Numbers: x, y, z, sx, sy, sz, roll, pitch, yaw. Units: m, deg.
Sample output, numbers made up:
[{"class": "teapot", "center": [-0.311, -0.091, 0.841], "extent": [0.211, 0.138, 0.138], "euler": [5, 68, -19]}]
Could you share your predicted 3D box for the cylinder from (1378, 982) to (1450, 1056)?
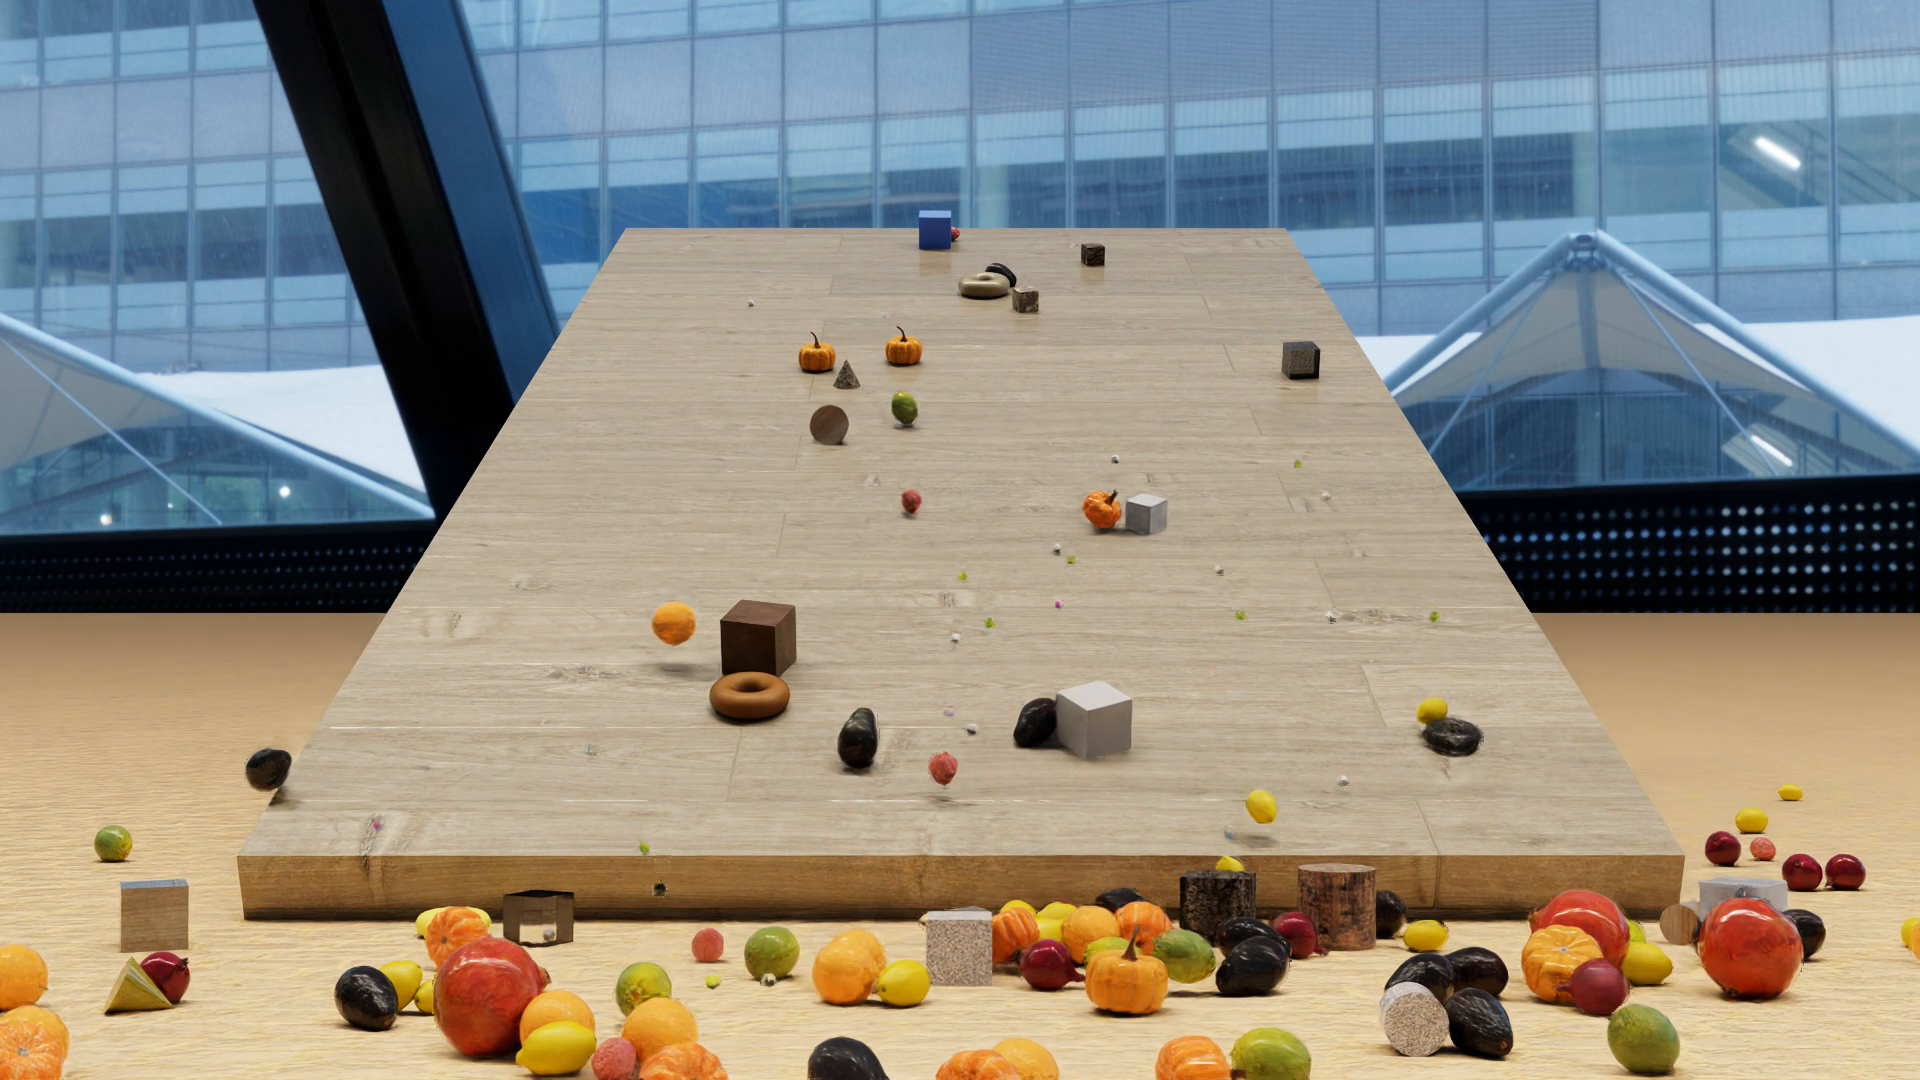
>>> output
[{"class": "cylinder", "center": [0.445, 0.471, 2.232], "extent": [0.062, 0.062, 0.062], "euler": [0, -2, 4]}]

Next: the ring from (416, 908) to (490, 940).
[{"class": "ring", "center": [-0.672, 0.509, 3.010], "extent": [0.098, 0.033, 0.098], "euler": [0, 0, 0]}]

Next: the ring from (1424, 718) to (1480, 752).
[{"class": "ring", "center": [0.753, 0.298, 3.469], "extent": [0.086, 0.029, 0.086], "euler": [1, 19, 0]}]

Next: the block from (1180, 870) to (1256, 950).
[{"class": "block", "center": [0.335, 0.478, 2.944], "extent": [0.089, 0.089, 0.089], "euler": [0, -2, 13]}]

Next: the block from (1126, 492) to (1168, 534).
[{"class": "block", "center": [0.359, -0.050, 4.371], "extent": [0.058, 0.058, 0.058], "euler": [15, 25, 36]}]

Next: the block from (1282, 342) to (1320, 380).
[{"class": "block", "center": [0.807, -0.425, 5.372], "extent": [0.071, 0.071, 0.071], "euler": [-3, 20, -7]}]

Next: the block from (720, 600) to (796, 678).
[{"class": "block", "center": [-0.331, 0.164, 3.732], "extent": [0.095, 0.095, 0.095], "euler": [6, 21, 15]}]

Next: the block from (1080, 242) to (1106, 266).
[{"class": "block", "center": [0.377, -0.811, 6.444], "extent": [0.053, 0.053, 0.053], "euler": [-6, 21, -15]}]

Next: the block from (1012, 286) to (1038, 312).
[{"class": "block", "center": [0.172, -0.631, 5.952], "extent": [0.054, 0.054, 0.054], "euler": [-6, 21, -16]}]

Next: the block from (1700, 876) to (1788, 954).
[{"class": "block", "center": [1.007, 0.481, 2.918], "extent": [0.083, 0.083, 0.083], "euler": [-1, -2, 40]}]

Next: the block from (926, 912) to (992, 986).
[{"class": "block", "center": [-0.001, 0.476, 2.647], "extent": [0.076, 0.076, 0.076], "euler": [0, -2, 0]}]

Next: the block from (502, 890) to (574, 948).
[{"class": "block", "center": [-0.547, 0.491, 2.944], "extent": [0.064, 0.064, 0.064], "euler": [-1, -2, 29]}]

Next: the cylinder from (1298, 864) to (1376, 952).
[{"class": "cylinder", "center": [0.485, 0.472, 2.923], "extent": [0.100, 0.100, 0.100], "euler": [0, -2, 0]}]

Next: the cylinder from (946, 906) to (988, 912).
[{"class": "cylinder", "center": [0.008, 0.483, 2.764], "extent": [0.059, 0.059, 0.059], "euler": [-5, 6, 1]}]

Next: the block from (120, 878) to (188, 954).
[{"class": "block", "center": [-1.034, 0.481, 2.912], "extent": [0.081, 0.081, 0.081], "euler": [1, -2, -22]}]

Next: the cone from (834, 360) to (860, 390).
[{"class": "cone", "center": [-0.264, -0.391, 5.281], "extent": [0.065, 0.065, 0.065], "euler": [0, 20, 0]}]

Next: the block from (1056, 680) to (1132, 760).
[{"class": "block", "center": [0.203, 0.274, 3.454], "extent": [0.083, 0.083, 0.083], "euler": [-12, 23, -30]}]

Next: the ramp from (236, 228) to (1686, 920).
[{"class": "ramp", "center": [-0.005, -0.209, 5.027], "extent": [2.000, 0.100, 4.000], "euler": [0, 20, 0]}]

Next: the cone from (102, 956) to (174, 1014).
[{"class": "cone", "center": [-0.879, 0.493, 2.452], "extent": [0.066, 0.066, 0.066], "euler": [29, -12, -19]}]

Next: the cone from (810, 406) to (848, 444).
[{"class": "cone", "center": [-0.272, -0.241, 4.914], "extent": [0.087, 0.087, 0.087], "euler": [0, -7, 12]}]

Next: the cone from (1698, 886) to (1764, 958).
[{"class": "cone", "center": [0.966, 0.464, 2.822], "extent": [0.080, 0.080, 0.080], "euler": [18, -30, 11]}]

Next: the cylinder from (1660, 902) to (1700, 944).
[{"class": "cylinder", "center": [0.944, 0.497, 2.946], "extent": [0.052, 0.052, 0.052], "euler": [-2, -7, 42]}]

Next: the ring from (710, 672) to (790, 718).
[{"class": "ring", "center": [-0.332, 0.245, 3.588], "extent": [0.128, 0.043, 0.128], "euler": [1, 19, 0]}]

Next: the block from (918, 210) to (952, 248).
[{"class": "block", "center": [-0.073, -0.910, 6.653], "extent": [0.092, 0.092, 0.092], "euler": [0, 20, 1]}]

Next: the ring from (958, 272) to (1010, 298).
[{"class": "ring", "center": [0.065, -0.687, 6.115], "extent": [0.140, 0.047, 0.140], "euler": [-1, 21, 0]}]
